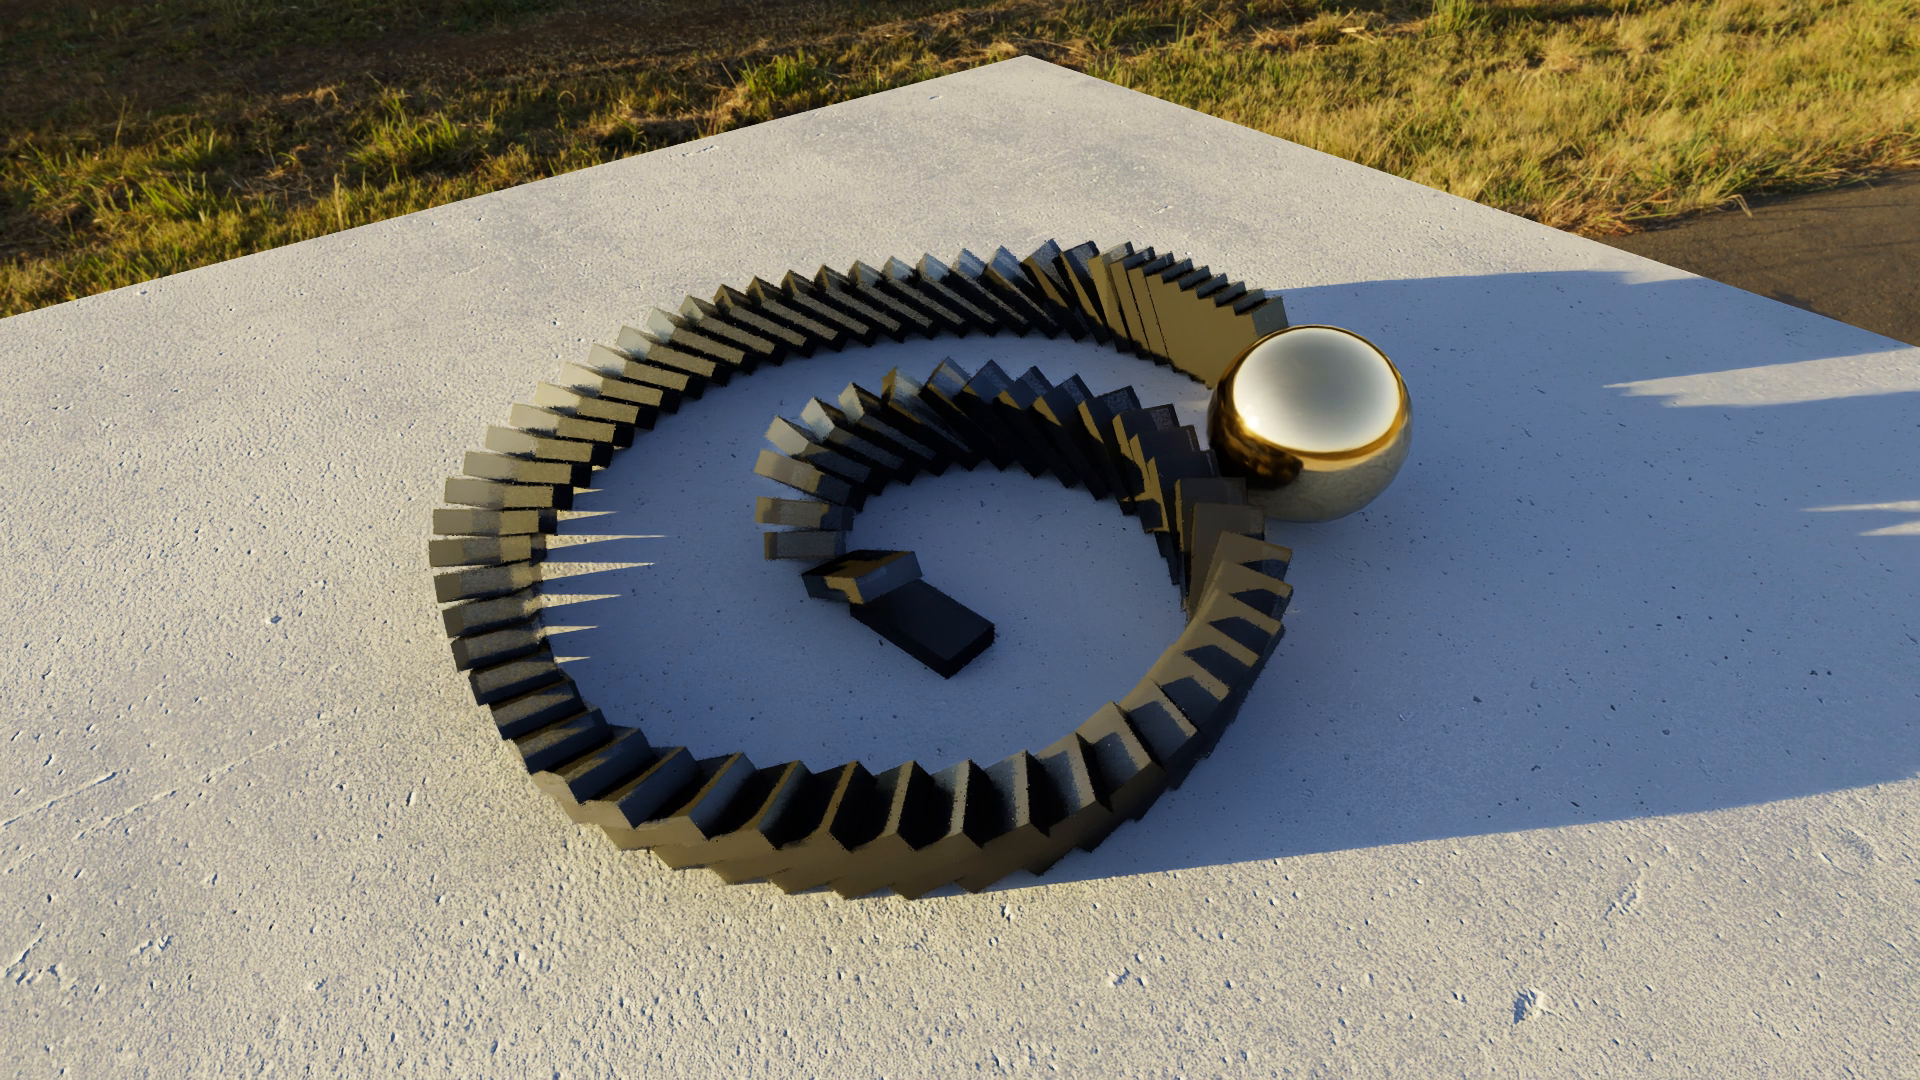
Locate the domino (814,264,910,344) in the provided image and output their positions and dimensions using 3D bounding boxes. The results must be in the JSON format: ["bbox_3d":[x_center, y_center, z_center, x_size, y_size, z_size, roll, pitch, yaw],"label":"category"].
[{"bbox_3d":[-0.051,-0.123,0.571,0.050,0.009,0.025,23,29,-31],"label":"domino"}]

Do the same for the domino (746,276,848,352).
[{"bbox_3d":[-0.083,-0.115,0.562,0.050,0.010,0.025,21,26,-36],"label":"domino"}]

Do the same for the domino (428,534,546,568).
[{"bbox_3d":[-0.178,0.004,0.417,0.025,0.009,0.050,-2,2,-3],"label":"domino"}]

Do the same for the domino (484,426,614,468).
[{"bbox_3d":[-0.174,-0.040,0.470,0.025,0.010,0.050,14,5,17],"label":"domino"}]

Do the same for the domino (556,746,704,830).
[{"bbox_3d":[-0.100,0.074,0.331,0.025,0.009,0.050,-38,15,-37],"label":"domino"}]

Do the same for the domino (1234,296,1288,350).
[{"bbox_3d":[0.147,-0.086,0.518,0.025,0.050,0.010,-32,21,-33],"label":"domino"}]

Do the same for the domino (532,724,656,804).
[{"bbox_3d":[-0.115,0.068,0.338,0.025,0.009,0.050,-32,12,-32],"label":"domino"}]

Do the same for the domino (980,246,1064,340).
[{"bbox_3d":[0.035,-0.131,0.580,0.050,0.010,0.025,38,39,-14],"label":"domino"}]

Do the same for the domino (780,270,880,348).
[{"bbox_3d":[-0.067,-0.119,0.567,0.050,0.010,0.025,22,27,-33],"label":"domino"}]

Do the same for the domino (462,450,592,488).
[{"bbox_3d":[-0.178,-0.029,0.457,0.025,0.009,0.050,11,4,14],"label":"domino"}]

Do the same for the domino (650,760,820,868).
[{"bbox_3d":[-0.066,0.081,0.323,0.050,0.009,0.025,-20,25,37],"label":"domino"}]

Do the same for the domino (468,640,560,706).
[{"bbox_3d":[-0.149,0.044,0.368,0.025,0.010,0.050,-18,6,-21],"label":"domino"}]

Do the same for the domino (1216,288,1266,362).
[{"bbox_3d":[0.140,-0.092,0.524,0.025,0.050,0.010,-32,21,-33],"label":"domino"}]

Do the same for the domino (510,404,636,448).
[{"bbox_3d":[-0.169,-0.050,0.482,0.025,0.010,0.050,17,6,19],"label":"domino"}]

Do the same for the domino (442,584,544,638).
[{"bbox_3d":[-0.165,0.025,0.391,0.025,0.010,0.050,-12,5,-14],"label":"domino"}]

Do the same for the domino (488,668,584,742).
[{"bbox_3d":[-0.139,0.052,0.357,0.025,0.009,0.050,-22,7,-24],"label":"domino"}]

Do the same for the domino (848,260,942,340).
[{"bbox_3d":[-0.034,-0.126,0.575,0.050,0.010,0.025,25,30,-28],"label":"domino"}]

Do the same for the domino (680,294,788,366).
[{"bbox_3d":[-0.113,-0.105,0.549,0.050,0.010,0.025,17,22,-42],"label":"domino"}]

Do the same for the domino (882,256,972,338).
[{"bbox_3d":[-0.017,-0.128,0.578,0.050,0.010,0.025,27,32,-25],"label":"domino"}]

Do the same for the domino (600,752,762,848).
[{"bbox_3d":[-0.083,0.078,0.326,0.050,0.010,0.025,-19,22,43],"label":"domino"}]

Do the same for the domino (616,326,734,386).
[{"bbox_3d":[-0.137,-0.088,0.529,0.025,0.010,0.050,32,13,33],"label":"domino"}]

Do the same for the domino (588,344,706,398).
[{"bbox_3d":[-0.147,-0.079,0.518,0.025,0.009,0.050,27,10,29],"label":"domino"}]

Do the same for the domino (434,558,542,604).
[{"bbox_3d":[-0.172,0.015,0.404,0.025,0.009,0.050,-8,3,-9],"label":"domino"}]

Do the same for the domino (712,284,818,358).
[{"bbox_3d":[-0.098,-0.111,0.556,0.050,0.010,0.025,20,24,-38],"label":"domino"}]

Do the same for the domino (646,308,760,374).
[{"bbox_3d":[-0.126,-0.097,0.540,0.050,0.009,0.025,15,20,-47],"label":"domino"}]

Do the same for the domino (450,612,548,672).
[{"bbox_3d":[-0.158,0.034,0.379,0.025,0.010,0.050,-14,5,-17],"label":"domino"}]

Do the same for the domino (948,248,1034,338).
[{"bbox_3d":[0.018,-0.131,0.581,0.050,0.009,0.025,34,37,-17],"label":"domino"}]

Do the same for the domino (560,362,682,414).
[{"bbox_3d":[-0.155,-0.070,0.507,0.025,0.009,0.050,23,9,26],"label":"domino"}]

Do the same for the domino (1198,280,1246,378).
[{"bbox_3d":[0.132,-0.096,0.530,0.025,0.050,0.009,-32,21,-33],"label":"domino"}]

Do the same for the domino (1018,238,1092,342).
[{"bbox_3d":[0.055,-0.131,0.578,0.050,0.010,0.025,52,47,-9],"label":"domino"}]

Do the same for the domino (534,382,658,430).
[{"bbox_3d":[-0.163,-0.060,0.495,0.025,0.010,0.050,20,7,23],"label":"domino"}]

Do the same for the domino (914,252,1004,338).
[{"bbox_3d":[0.000,-0.129,0.580,0.050,0.010,0.025,29,34,-22],"label":"domino"}]

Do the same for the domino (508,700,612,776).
[{"bbox_3d":[-0.128,0.061,0.347,0.025,0.010,0.050,-25,9,-26],"label":"domino"}]

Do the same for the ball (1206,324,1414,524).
[{"bbox_3d":[0.141,-0.047,0.445,0.080,0.080,0.080,0,39,0],"label":"ball"}]

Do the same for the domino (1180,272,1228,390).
[{"bbox_3d":[0.125,-0.102,0.537,0.025,0.050,0.009,-32,21,-33],"label":"domino"}]

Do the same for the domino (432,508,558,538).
[{"bbox_3d":[-0.180,-0.007,0.430,0.025,0.009,0.050,2,2,3],"label":"domino"}]

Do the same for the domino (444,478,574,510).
[{"bbox_3d":[-0.181,-0.018,0.444,0.025,0.010,0.050,8,3,10],"label":"domino"}]
